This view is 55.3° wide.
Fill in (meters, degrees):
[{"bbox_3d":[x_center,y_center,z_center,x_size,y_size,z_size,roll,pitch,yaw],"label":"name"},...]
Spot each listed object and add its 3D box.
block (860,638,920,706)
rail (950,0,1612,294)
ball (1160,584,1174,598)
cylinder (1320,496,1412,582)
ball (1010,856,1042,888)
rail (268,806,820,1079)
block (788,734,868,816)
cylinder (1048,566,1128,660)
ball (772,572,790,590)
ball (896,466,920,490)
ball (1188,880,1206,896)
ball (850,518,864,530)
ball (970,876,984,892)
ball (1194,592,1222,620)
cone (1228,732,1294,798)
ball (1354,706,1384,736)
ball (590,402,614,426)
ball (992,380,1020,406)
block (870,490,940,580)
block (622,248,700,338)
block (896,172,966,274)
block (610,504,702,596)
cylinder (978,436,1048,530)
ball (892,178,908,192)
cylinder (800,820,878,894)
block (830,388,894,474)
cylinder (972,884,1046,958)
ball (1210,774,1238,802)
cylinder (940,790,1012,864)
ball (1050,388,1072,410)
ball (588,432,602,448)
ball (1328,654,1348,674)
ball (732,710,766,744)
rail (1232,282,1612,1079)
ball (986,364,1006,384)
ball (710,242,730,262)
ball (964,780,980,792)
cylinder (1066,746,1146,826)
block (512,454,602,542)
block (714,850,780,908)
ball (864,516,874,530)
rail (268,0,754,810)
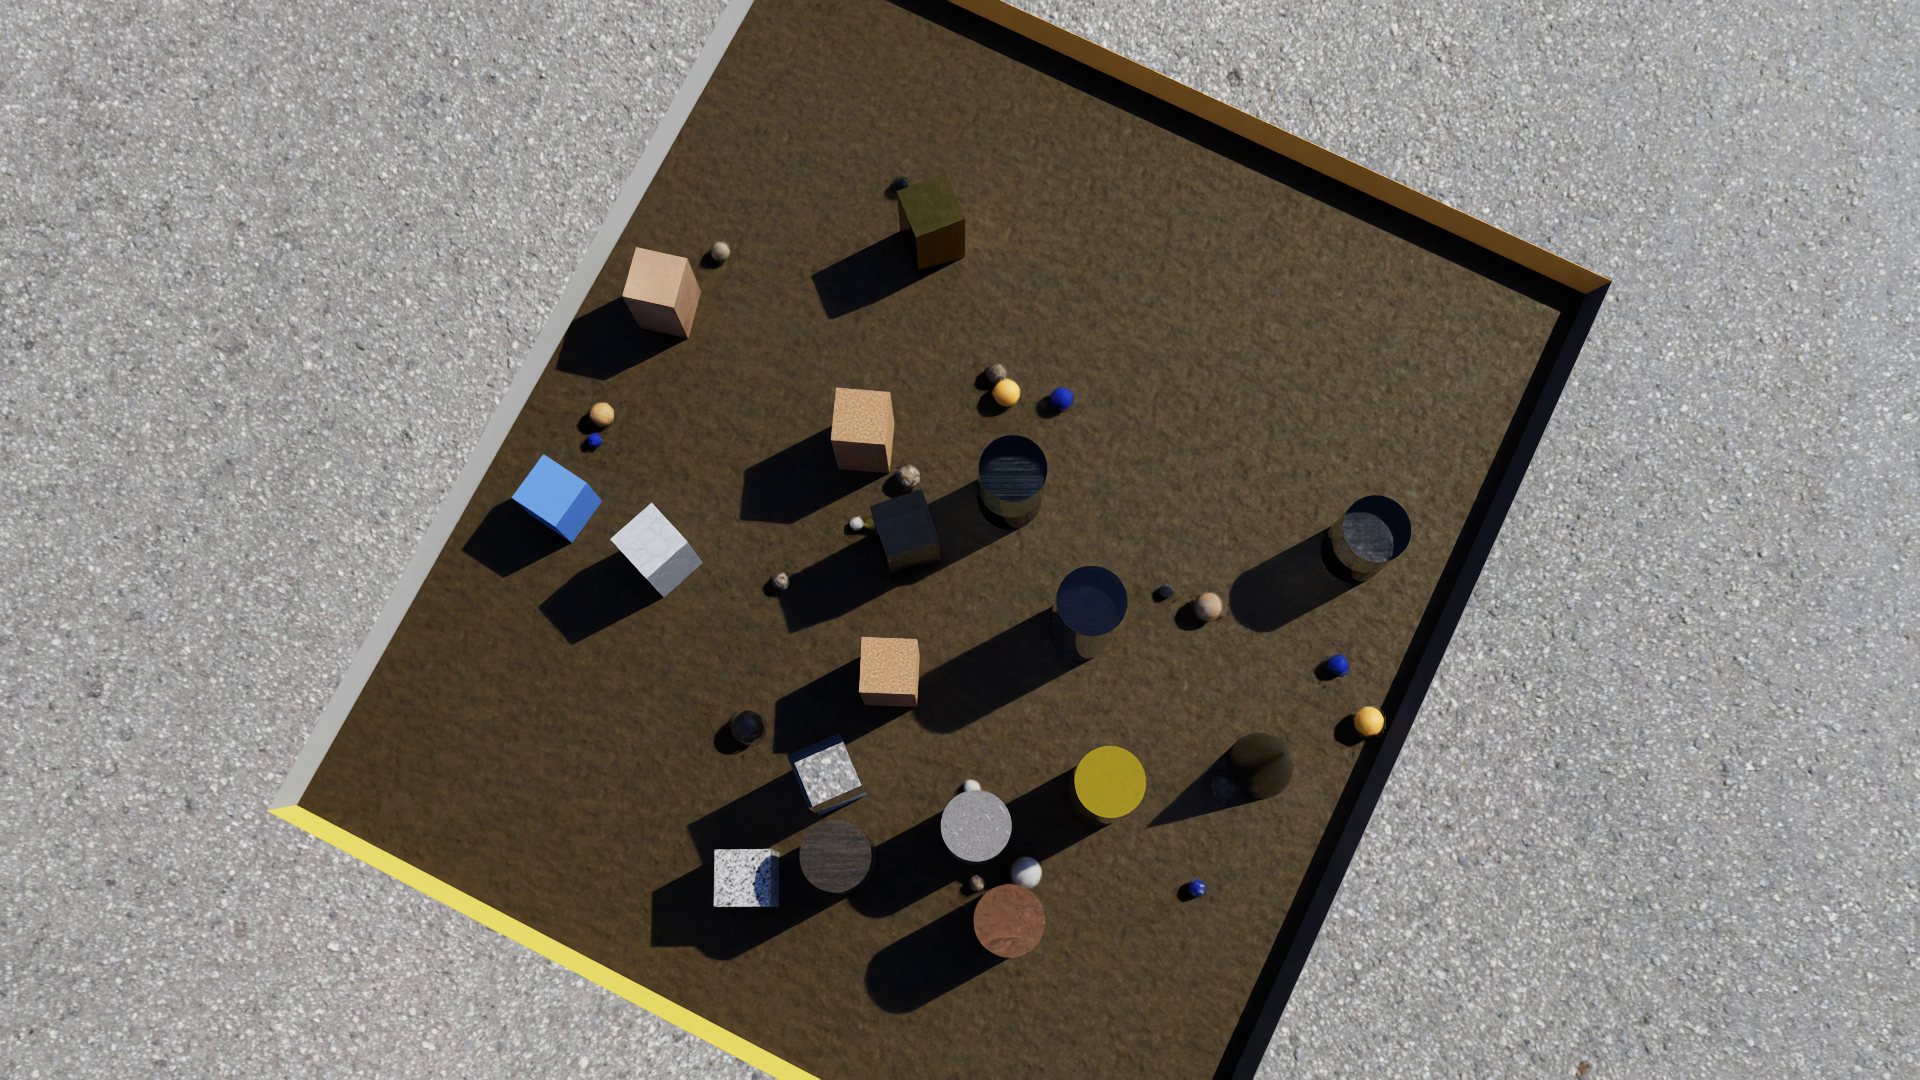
[{"bbox_3d":[-0.205,0.390,5.374,0.159,0.317,0.159,2,78,0],"label":"block"},{"bbox_3d":[0.716,-1.395,5.839,2.877,0.129,0.045,26,80,5],"label":"rail"},{"bbox_3d":[0.627,0.154,5.563,0.043,0.043,0.043,0,78,0],"label":"ball"},{"bbox_3d":[1.203,0.001,5.447,0.198,0.331,0.198,0,78,0],"label":"cylinder"},{"bbox_3d":[0.192,0.974,5.367,0.094,0.094,0.094,0,78,0],"label":"ball"},{"bbox_3d":[-0.716,1.409,5.258,2.877,0.129,0.045,26,80,5],"label":"rail"},{"bbox_3d":[-0.378,0.679,5.281,0.159,0.381,0.159,-23,79,-5],"label":"block"},{"bbox_3d":[0.366,0.218,5.324,0.198,0.485,0.198,0,78,0],"label":"cylinder"},{"bbox_3d":[-0.541,0.125,5.562,0.056,0.056,0.056,0,78,0],"label":"ball"},{"bbox_3d":[-0.159,-0.192,5.618,0.075,0.075,0.075,0,78,0],"label":"ball"},{"bbox_3d":[0.694,1.021,5.379,0.051,0.051,0.051,0,78,0],"label":"ball"},{"bbox_3d":[-0.315,-0.049,5.606,0.041,0.041,0.041,0,78,0],"label":"ball"},{"bbox_3d":[0.050,1.009,5.384,0.046,0.046,0.046,0,78,0],"label":"ball"},{"bbox_3d":[0.747,0.201,5.531,0.087,0.087,0.087,0,78,0],"label":"ball"},{"bbox_3d":[0.897,0.633,5.275,0.198,0.412,0.198,0,78,0],"label":"cone"},{"bbox_3d":[1.218,0.541,5.460,0.088,0.088,0.088,0,78,0],"label":"ball"},{"bbox_3d":[-1.105,-0.388,5.659,0.075,0.075,0.075,0,78,0],"label":"ball"},{"bbox_3d":[0.144,-0.454,5.667,0.085,0.085,0.085,0,78,0],"label":"ball"},{"bbox_3d":[-0.159,-0.012,5.437,0.159,0.357,0.159,-18,79,-4],"label":"block"},{"bbox_3d":[-0.912,-0.755,5.620,0.159,0.299,0.159,13,79,3],"label":"block"},{"bbox_3d":[-0.087,-0.971,5.651,0.159,0.326,0.159,-21,79,-4],"label":"block"},{"bbox_3d":[-0.898,0.034,5.447,0.159,0.319,0.159,-42,81,-8],"label":"block"},{"bbox_3d":[0.153,-0.168,5.456,0.198,0.382,0.198,0,78,0],"label":"cylinder"},{"bbox_3d":[-0.190,-1.127,5.825,0.048,0.048,0.048,0,78,0],"label":"ball"},{"bbox_3d":[-0.341,0.906,5.218,0.198,0.413,0.198,0,78,0],"label":"cylinder"},{"bbox_3d":[-0.289,-0.325,5.505,0.159,0.350,0.159,5,78,1],"label":"block"},{"bbox_3d":[0.136,1.082,5.207,0.198,0.364,0.198,0,78,0],"label":"cylinder"},{"bbox_3d":[0.780,0.735,5.423,0.081,0.081,0.081,0,78,0],"label":"ball"},{"bbox_3d":[0.045,0.830,5.273,0.198,0.336,0.198,0,78,0],"label":"cylinder"},{"bbox_3d":[0.313,-0.437,5.671,0.071,0.071,0.071,0,78,0],"label":"ball"},{"bbox_3d":[-1.127,-0.308,5.657,0.046,0.046,0.046,0,78,0],"label":"ball"},{"bbox_3d":[1.137,0.373,5.508,0.061,0.061,0.061,0,78,0],"label":"ball"},{"bbox_3d":[-0.630,0.557,5.451,0.099,0.099,0.099,0,78,0],"label":"ball"},{"bbox_3d":[1.265,0.626,5.420,0.045,0.129,3.250,26,80,5],"label":"rail"},{"bbox_3d":[0.112,-0.516,5.691,0.063,0.063,0.063,0,78,0],"label":"ball"},{"bbox_3d":[-0.756,-0.907,5.773,0.061,0.061,0.061,0,78,0],"label":"ball"},{"bbox_3d":[0.035,0.736,5.438,0.051,0.051,0.051,0,78,0],"label":"ball"},{"bbox_3d":[0.415,0.709,5.259,0.198,0.413,0.198,0,78,0],"label":"cylinder"},{"bbox_3d":[-1.211,-0.123,5.520,0.159,0.239,0.159,33,80,6],"label":"block"},{"bbox_3d":[-0.613,0.977,5.287,0.159,0.249,0.159,-1,78,0],"label":"block"},{"bbox_3d":[-0.268,-0.053,5.604,0.046,0.046,0.046,0,78,0],"label":"ball"},{"bbox_3d":[-1.265,-0.613,5.677,0.045,0.129,3.250,26,80,5],"label":"rail"}]
